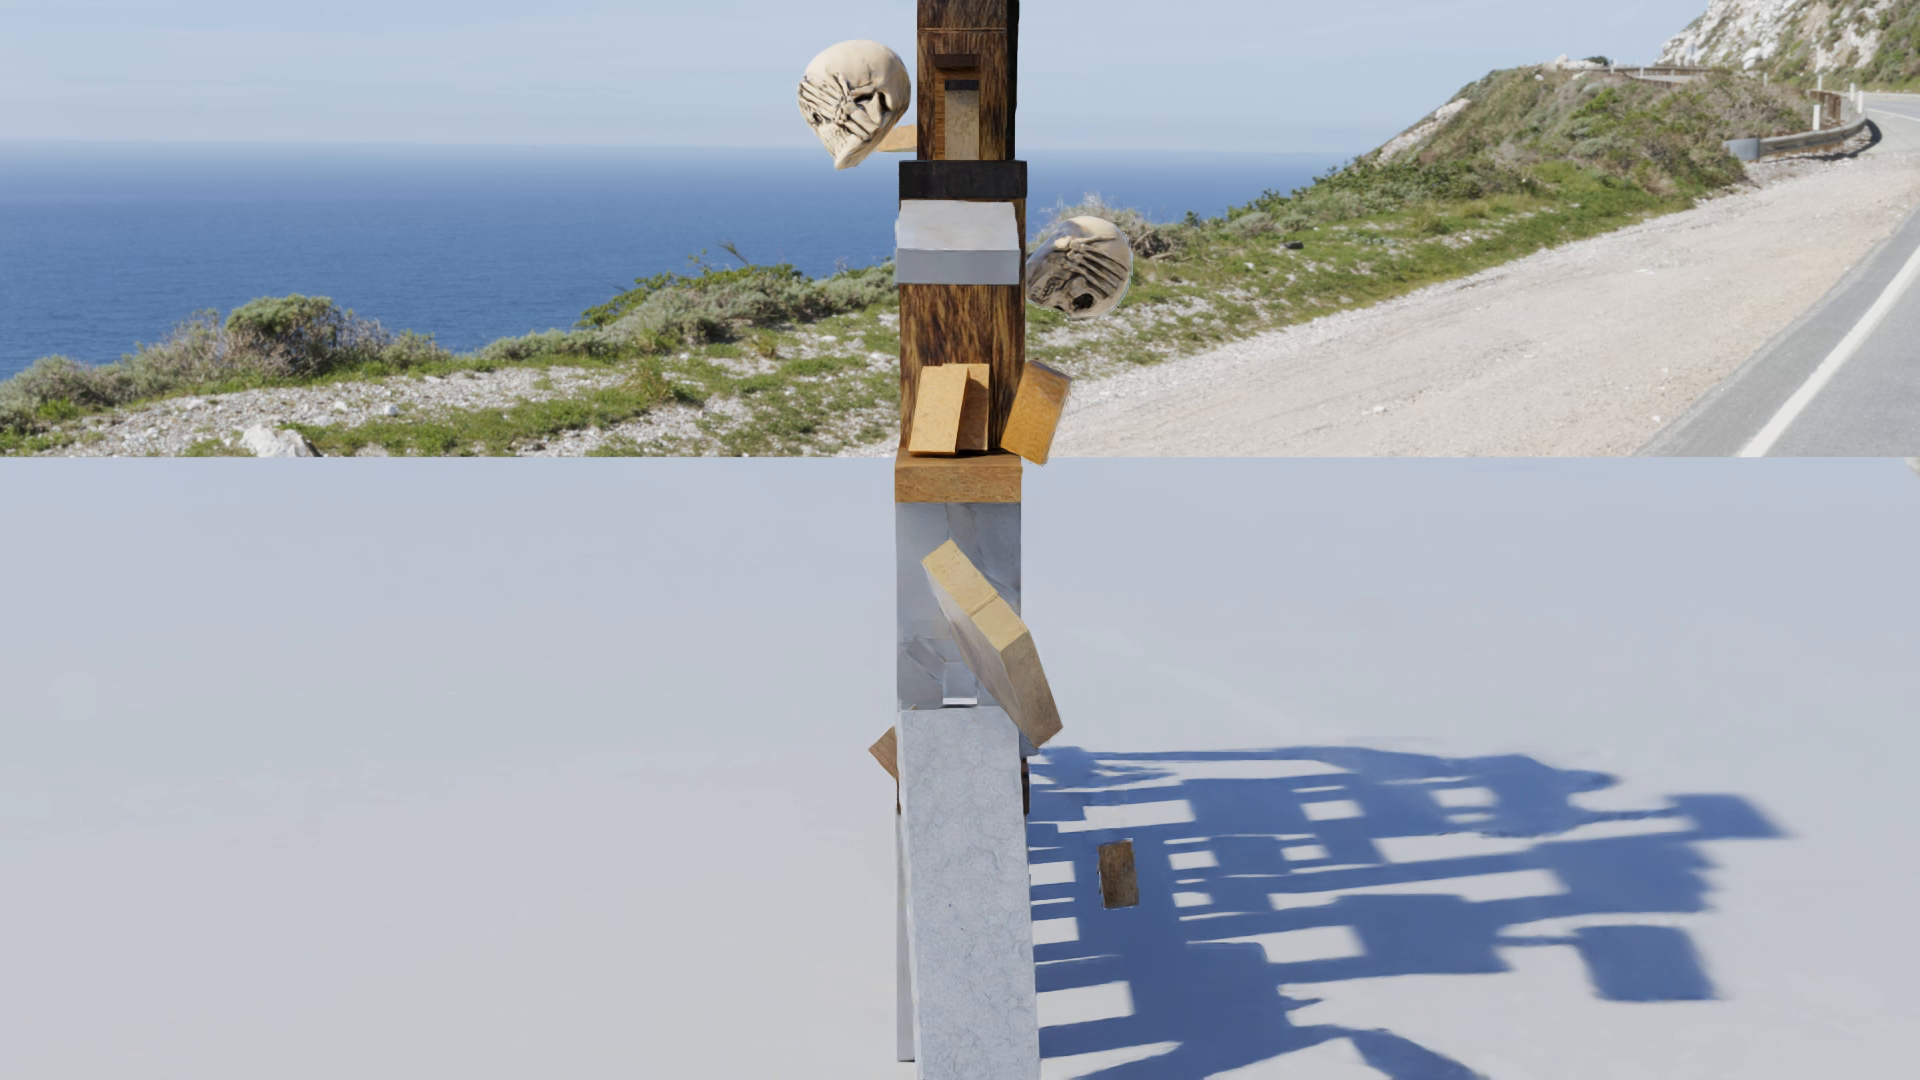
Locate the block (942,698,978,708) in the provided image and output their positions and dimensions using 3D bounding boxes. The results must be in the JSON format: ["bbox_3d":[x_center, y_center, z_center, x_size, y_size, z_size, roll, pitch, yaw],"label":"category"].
[{"bbox_3d":[0.000,0.255,3.009,0.046,0.093,0.013,0,39,0],"label":"block"}]

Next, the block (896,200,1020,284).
[{"bbox_3d":[-0.003,-0.392,2.878,0.154,0.044,0.309,1,20,-1],"label":"block"}]

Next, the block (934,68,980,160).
[{"bbox_3d":[-0.003,-0.624,3.222,0.067,0.133,0.019,0,6,0],"label":"block"}]

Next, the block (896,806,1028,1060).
[{"bbox_3d":[0.002,0.532,3.008,0.177,0.354,0.050,0,7,0],"label":"block"}]

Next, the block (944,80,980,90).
[{"bbox_3d":[0.003,-0.651,3.151,0.049,0.014,0.098,0,10,0],"label":"block"}]

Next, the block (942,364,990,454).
[{"bbox_3d":[0.007,-0.186,3.121,0.066,0.132,0.019,0,-20,3],"label":"block"}]

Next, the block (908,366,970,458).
[{"bbox_3d":[-0.028,-0.181,3.096,0.066,0.132,0.019,3,-22,16],"label":"block"}]

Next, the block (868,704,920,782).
[{"bbox_3d":[-0.033,0.308,2.908,0.085,0.169,0.024,-43,3,2],"label":"block"}]

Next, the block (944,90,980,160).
[{"bbox_3d":[0.003,-0.588,3.122,0.049,0.098,0.014,0,1,0],"label":"block"}]

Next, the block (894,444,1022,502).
[{"bbox_3d":[-0.003,-0.103,3.149,0.173,0.049,0.346,0,9,0],"label":"block"}]

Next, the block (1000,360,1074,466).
[{"bbox_3d":[0.107,-0.178,3.073,0.066,0.132,0.019,26,26,17],"label":"block"}]

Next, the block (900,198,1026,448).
[{"bbox_3d":[0.005,-0.313,3.166,0.179,0.358,0.051,0,10,3],"label":"block"}]

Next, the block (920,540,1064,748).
[{"bbox_3d":[0.043,0.131,2.687,0.044,0.309,0.154,-37,63,-8],"label":"block"}]

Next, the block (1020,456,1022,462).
[{"bbox_3d":[0.005,-0.208,3.414,0.179,0.651,0.051,0,10,0],"label":"block"}]

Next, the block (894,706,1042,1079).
[{"bbox_3d":[0.011,0.481,2.848,0.154,0.524,0.044,-2,-7,-13],"label":"block"}]

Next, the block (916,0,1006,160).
[{"bbox_3d":[0.003,-0.719,3.363,0.136,0.272,0.039,0,11,0],"label":"block"}]

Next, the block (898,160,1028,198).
[{"bbox_3d":[0.005,-0.533,3.236,0.179,0.051,0.358,0,10,0],"label":"block"}]

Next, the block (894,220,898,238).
[{"bbox_3d":[-0.034,-0.474,4.030,0.131,0.262,0.037,-5,43,6],"label":"block"}]

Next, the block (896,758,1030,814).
[{"bbox_3d":[0.003,0.308,3.100,0.177,0.050,0.354,0,11,-1],"label":"block"}]

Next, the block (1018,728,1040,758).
[{"bbox_3d":[0.068,0.277,3.003,0.093,0.046,0.013,-8,13,-36],"label":"block"}]

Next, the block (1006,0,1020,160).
[{"bbox_3d":[0.016,-0.522,3.561,0.136,0.734,0.039,1,13,-2],"label":"block"}]

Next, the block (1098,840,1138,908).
[{"bbox_3d":[0.223,0.474,3.118,0.046,0.093,0.013,-8,10,-7],"label":"block"}]

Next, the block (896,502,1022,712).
[{"bbox_3d":[-0.002,0.110,3.077,0.173,0.346,0.049,0,13,0],"label":"block"}]

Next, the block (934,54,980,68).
[{"bbox_3d":[-0.003,-0.708,3.257,0.067,0.019,0.133,0,10,0],"label":"block"}]

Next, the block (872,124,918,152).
[{"bbox_3d":[-0.050,-0.697,3.815,0.131,0.037,0.262,-4,8,-20],"label":"block"}]
